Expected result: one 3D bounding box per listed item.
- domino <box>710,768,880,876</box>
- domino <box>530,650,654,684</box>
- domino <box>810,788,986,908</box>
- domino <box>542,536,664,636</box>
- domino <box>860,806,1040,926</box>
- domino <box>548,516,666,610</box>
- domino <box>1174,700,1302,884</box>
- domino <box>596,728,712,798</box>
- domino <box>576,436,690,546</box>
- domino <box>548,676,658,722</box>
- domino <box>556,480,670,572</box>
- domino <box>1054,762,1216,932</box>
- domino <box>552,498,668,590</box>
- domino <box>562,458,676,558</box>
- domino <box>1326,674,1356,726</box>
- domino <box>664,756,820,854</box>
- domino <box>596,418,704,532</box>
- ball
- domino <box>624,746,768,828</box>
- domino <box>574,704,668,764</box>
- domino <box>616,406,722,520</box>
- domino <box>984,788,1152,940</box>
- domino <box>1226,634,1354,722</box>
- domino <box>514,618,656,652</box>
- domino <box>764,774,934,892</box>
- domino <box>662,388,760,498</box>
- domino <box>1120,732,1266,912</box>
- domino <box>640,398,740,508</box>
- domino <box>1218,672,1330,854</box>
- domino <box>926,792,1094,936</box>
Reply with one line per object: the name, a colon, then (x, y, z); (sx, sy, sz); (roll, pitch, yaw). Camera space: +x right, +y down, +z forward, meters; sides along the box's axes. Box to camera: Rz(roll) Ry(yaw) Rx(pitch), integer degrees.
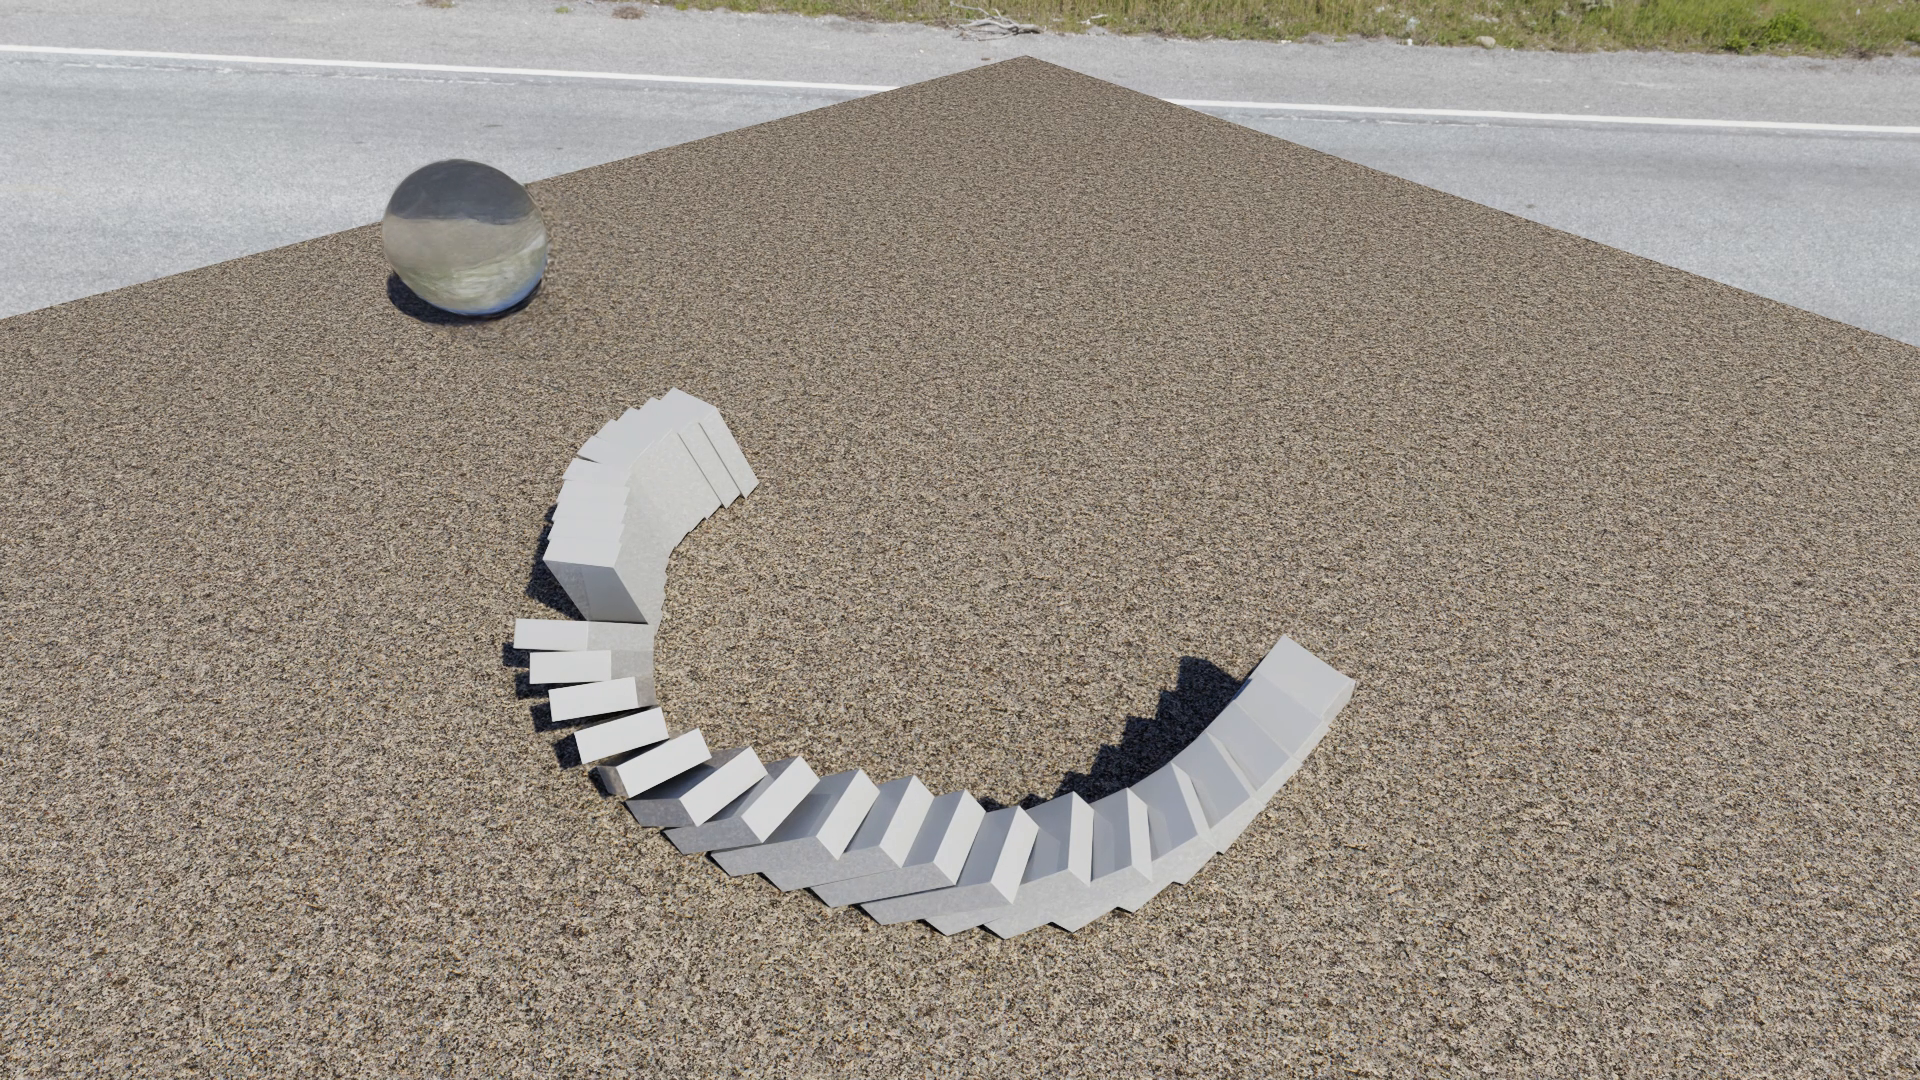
domino: (-0.048, 0.083, 0.320); (0.050, 0.009, 0.025); (-22, 23, 40)
domino: (-0.121, 0.042, 0.366); (0.025, 0.050, 0.009); (-2, 84, -1)
domino: (-0.018, 0.088, 0.313); (0.050, 0.010, 0.025); (-24, 24, 37)
domino: (-0.126, 0.017, 0.390); (0.025, 0.050, 0.010); (6, 58, 7)
domino: (-0.003, 0.092, 0.308); (0.050, 0.010, 0.025); (-24, 26, 37)
domino: (-0.127, 0.010, 0.399); (0.025, 0.050, 0.010); (7, 59, 8)
domino: (0.074, 0.075, 0.328); (0.050, 0.010, 0.025); (-48, 48, 8)
domino: (-0.094, 0.068, 0.335); (0.025, 0.010, 0.050); (-24, 0, -26)
domino: (-0.128, -0.019, 0.434); (0.025, 0.050, 0.010); (21, 63, 24)
domino: (-0.114, 0.051, 0.355); (0.025, 0.050, 0.010); (-8, 84, -10)
domino: (-0.130, -0.003, 0.415); (0.025, 0.050, 0.009); (7, 59, 8)
domino: (0.046, 0.087, 0.313); (0.050, 0.010, 0.025); (-38, 36, 19)
domino: (-0.128, 0.004, 0.407); (0.025, 0.050, 0.010); (7, 59, 8)
domino: (-0.131, -0.011, 0.424); (0.025, 0.050, 0.009); (12, 60, 15)
domino: (0.110, 0.059, 0.372); (0.025, 0.009, 0.050); (29, 48, 31)
domino: (-0.065, 0.078, 0.323); (0.050, 0.010, 0.025); (-24, 16, 48)
domino: (-0.124, -0.025, 0.442); (0.025, 0.050, 0.009); (25, 65, 28)
ball: (-0.260, -0.159, 0.582); (0.080, 0.080, 0.080); (0, 39, 0)
domino: (-0.080, 0.074, 0.328); (0.025, 0.009, 0.050); (-35, 8, -35)
domino: (-0.106, 0.060, 0.345); (0.025, 0.009, 0.050); (-15, -3, -18)
domino: (-0.118, -0.031, 0.449); (0.025, 0.050, 0.010); (25, 65, 28)
domino: (0.030, 0.091, 0.308); (0.050, 0.010, 0.025); (-31, 31, 27)
domino: (0.098, 0.058, 0.350); (0.025, 0.009, 0.050); (38, 89, 32)
domino: (-0.127, 0.033, 0.376); (0.025, 0.010, 0.050); (2, -5, 9)
domino: (-0.033, 0.085, 0.317); (0.050, 0.009, 0.025); (-24, 24, 37)
domino: (-0.105, -0.040, 0.460); (0.025, 0.050, 0.010); (25, 65, 28)
domino: (0.061, 0.082, 0.319); (0.050, 0.010, 0.025); (-43, 42, 13)
domino: (-0.112, -0.035, 0.454); (0.025, 0.050, 0.010); (25, 65, 28)
domino: (0.087, 0.068, 0.338); (0.050, 0.010, 0.025); (-50, 52, 0)
domino: (0.014, 0.091, 0.308); (0.050, 0.010, 0.025); (-30, 29, 29)
